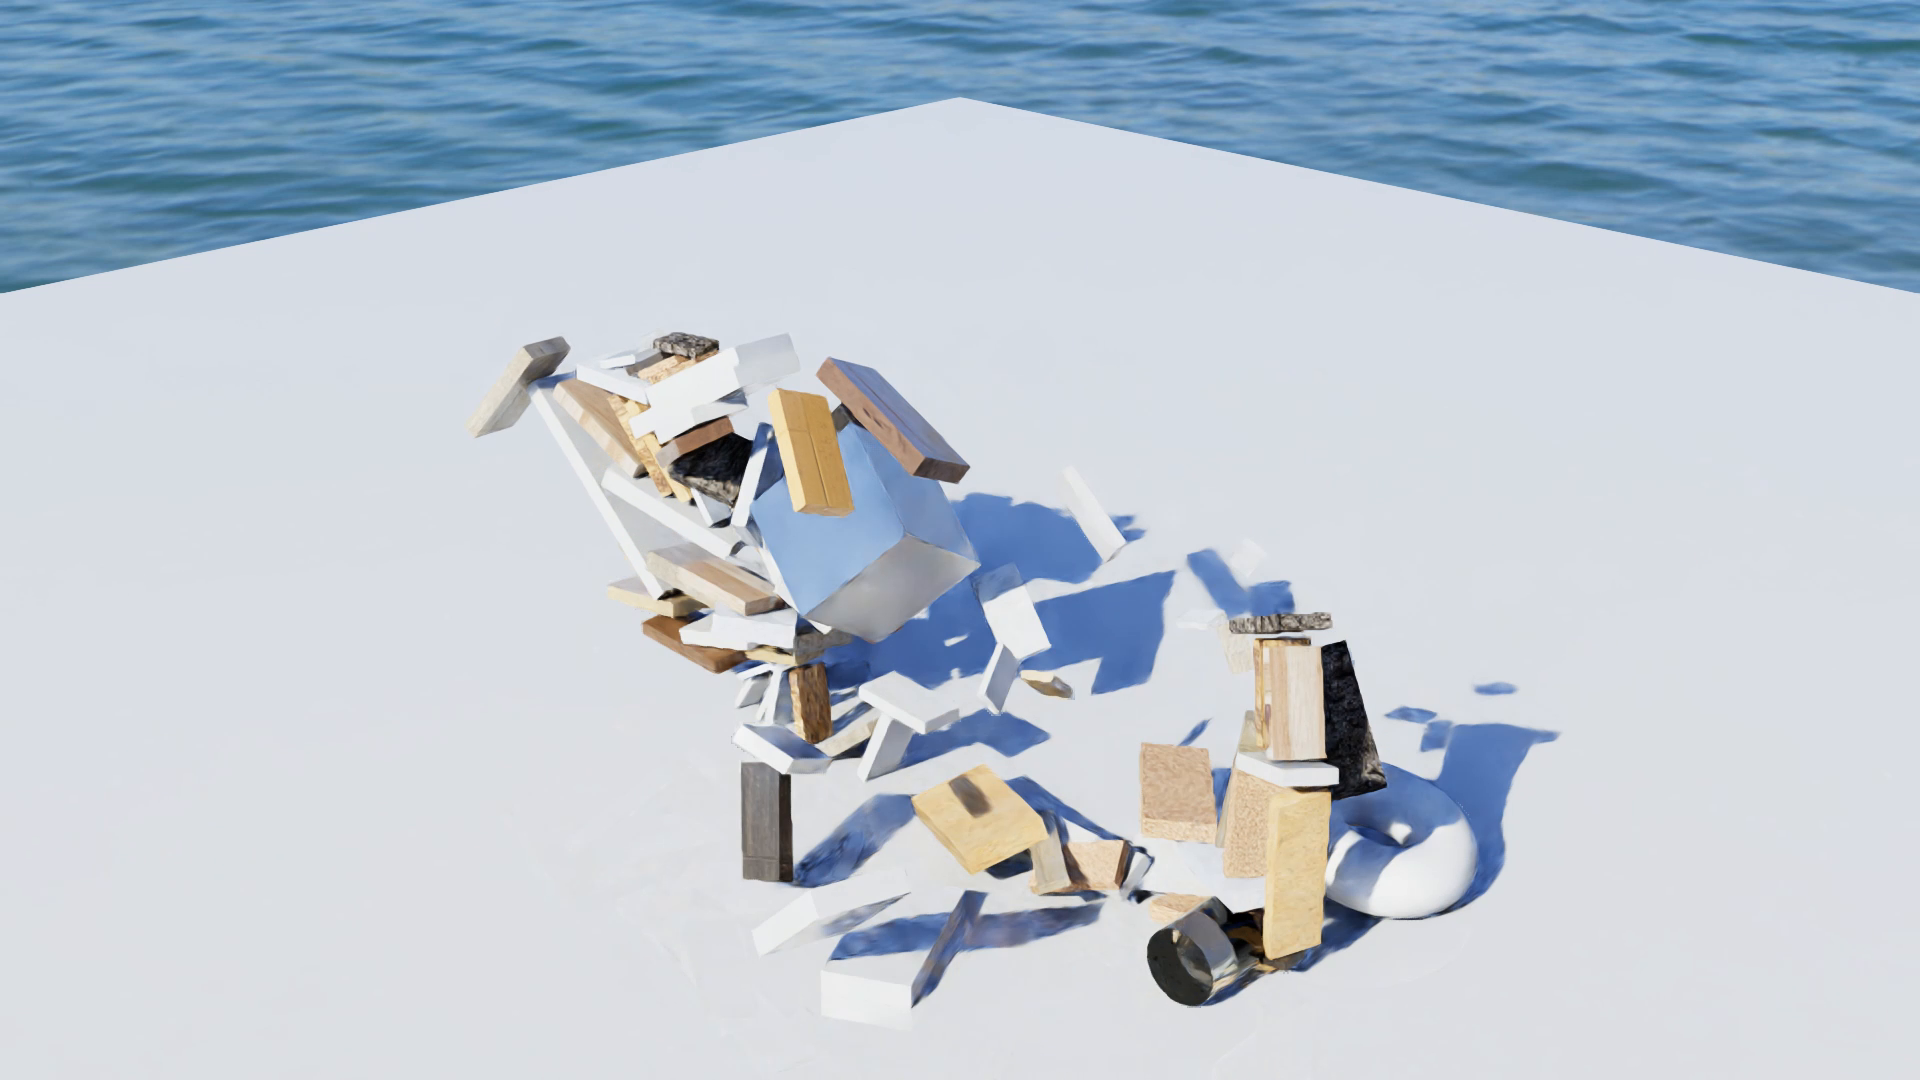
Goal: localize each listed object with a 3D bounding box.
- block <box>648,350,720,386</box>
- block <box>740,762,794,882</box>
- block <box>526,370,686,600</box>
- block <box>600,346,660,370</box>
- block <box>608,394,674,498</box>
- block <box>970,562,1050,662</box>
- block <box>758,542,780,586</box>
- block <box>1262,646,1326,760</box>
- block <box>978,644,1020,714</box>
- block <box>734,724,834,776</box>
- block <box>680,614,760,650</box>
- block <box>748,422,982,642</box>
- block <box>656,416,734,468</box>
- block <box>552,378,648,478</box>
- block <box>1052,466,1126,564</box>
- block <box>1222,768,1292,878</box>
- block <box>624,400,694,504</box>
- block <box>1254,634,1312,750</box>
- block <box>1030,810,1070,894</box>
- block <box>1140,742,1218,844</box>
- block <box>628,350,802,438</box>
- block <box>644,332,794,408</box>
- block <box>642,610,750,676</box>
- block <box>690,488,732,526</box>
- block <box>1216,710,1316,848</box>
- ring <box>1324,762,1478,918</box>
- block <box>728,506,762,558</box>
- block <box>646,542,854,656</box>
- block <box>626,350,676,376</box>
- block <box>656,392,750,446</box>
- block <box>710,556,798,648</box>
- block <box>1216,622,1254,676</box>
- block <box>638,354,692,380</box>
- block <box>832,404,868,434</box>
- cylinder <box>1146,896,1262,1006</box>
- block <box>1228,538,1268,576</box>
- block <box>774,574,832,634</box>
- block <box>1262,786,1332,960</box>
[{"bbox_3d":[-0.587,-0.367,4.681,0.169,0.019,0.068,-15,10,45],"label":"block"},{"bbox_3d":[-0.361,0.525,4.106,0.031,0.220,0.110,3,-6,-44],"label":"block"},{"bbox_3d":[-0.784,-0.130,5.014,0.139,0.039,0.584,-20,72,-49],"label":"block"},{"bbox_3d":[-0.720,-0.398,4.795,0.066,0.019,0.132,-28,16,-40],"label":"block"},{"bbox_3d":[-0.669,-0.230,4.862,0.035,0.248,0.124,-23,8,39],"label":"block"},{"bbox_3d":[0.107,0.155,4.642,0.099,0.199,0.028,-22,-16,-4],"label":"block"},{"bbox_3d":[-0.383,-0.023,4.755,0.143,0.041,0.286,3,51,-43],"label":"block"},{"bbox_3d":[0.564,0.275,3.707,0.095,0.189,0.027,-1,-5,-15],"label":"block"},{"bbox_3d":[0.072,0.255,4.056,0.017,0.059,0.117,-8,44,37],"label":"block"},{"bbox_3d":[-0.305,0.364,3.815,0.110,0.031,0.220,32,3,16],"label":"block"},{"bbox_3d":[-0.499,0.198,4.833,0.232,0.033,0.116,3,22,46],"label":"block"},{"bbox_3d":[-0.193,-0.010,4.479,0.284,0.284,0.284,23,34,-56],"label":"block"},{"bbox_3d":[-0.554,-0.202,4.578,0.122,0.035,0.245,-26,3,-17],"label":"block"},{"bbox_3d":[-0.769,-0.263,4.927,0.277,0.039,0.139,44,38,16],"label":"block"},{"bbox_3d":[0.268,-0.053,4.574,0.028,0.199,0.099,-31,-11,-17],"label":"block"},{"bbox_3d":[0.521,0.496,3.850,0.101,0.202,0.029,0,22,-8],"label":"block"},{"bbox_3d":[-0.629,-0.217,4.844,0.035,0.248,0.124,-23,10,39],"label":"block"},{"bbox_3d":[0.556,0.262,3.776,0.095,0.189,0.027,-4,6,-14],"label":"block"},{"bbox_3d":[0.163,0.585,4.140,0.058,0.017,0.287,-19,18,3],"label":"block"},{"bbox_3d":[0.412,0.478,4.181,0.134,0.038,0.344,5,19,2],"label":"block"},{"bbox_3d":[-0.517,-0.302,4.600,0.156,0.044,0.449,-20,1,-38],"label":"block"},{"bbox_3d":[-0.504,-0.354,4.607,0.312,0.044,0.156,-19,1,44],"label":"block"},{"bbox_3d":[-0.585,0.221,4.947,0.116,0.033,0.294,-25,31,-33],"label":"block"},{"bbox_3d":[-0.555,-0.100,4.829,0.018,0.129,0.064,-24,2,39],"label":"block"},{"bbox_3d":[0.547,0.437,3.905,0.134,0.268,0.038,10,26,2],"label":"block"},{"bbox_3d":[0.792,0.564,4.184,0.392,0.131,0.392,9,32,-6],"label":"ring"},{"bbox_3d":[-0.452,-0.051,4.795,0.064,0.018,0.262,-23,69,-31],"label":"block"},{"bbox_3d":[-0.461,0.122,4.794,0.493,0.048,0.168,26,25,37],"label":"block"},{"bbox_3d":[-0.655,-0.388,4.734,0.132,0.019,0.066,-17,8,45],"label":"block"},{"bbox_3d":[-0.539,-0.252,4.577,0.122,0.035,0.245,-20,1,-26],"label":"block"},{"bbox_3d":[-0.428,0.129,4.650,0.168,0.048,0.337,9,20,-5],"label":"block"},{"bbox_3d":[0.487,0.190,3.879,0.046,0.093,0.013,-19,-2,6],"label":"block"},{"bbox_3d":[-0.624,-0.378,4.709,0.136,0.019,0.068,-17,8,45],"label":"block"},{"bbox_3d":[-0.207,-0.195,4.909,0.033,0.235,0.117,-33,-1,-28],"label":"block"},{"bbox_3d":[0.430,0.722,3.870,0.145,0.145,0.145,19,28,38],"label":"cylinder"},{"bbox_3d":[0.498,0.030,3.808,0.046,0.093,0.013,40,69,5],"label":"block"},{"bbox_3d":[-0.297,0.053,4.664,0.041,0.143,0.324,-39,20,27],"label":"block"},{"bbox_3d":[0.580,0.575,3.794,0.101,0.354,0.029,-14,36,-16],"label":"block"}]
